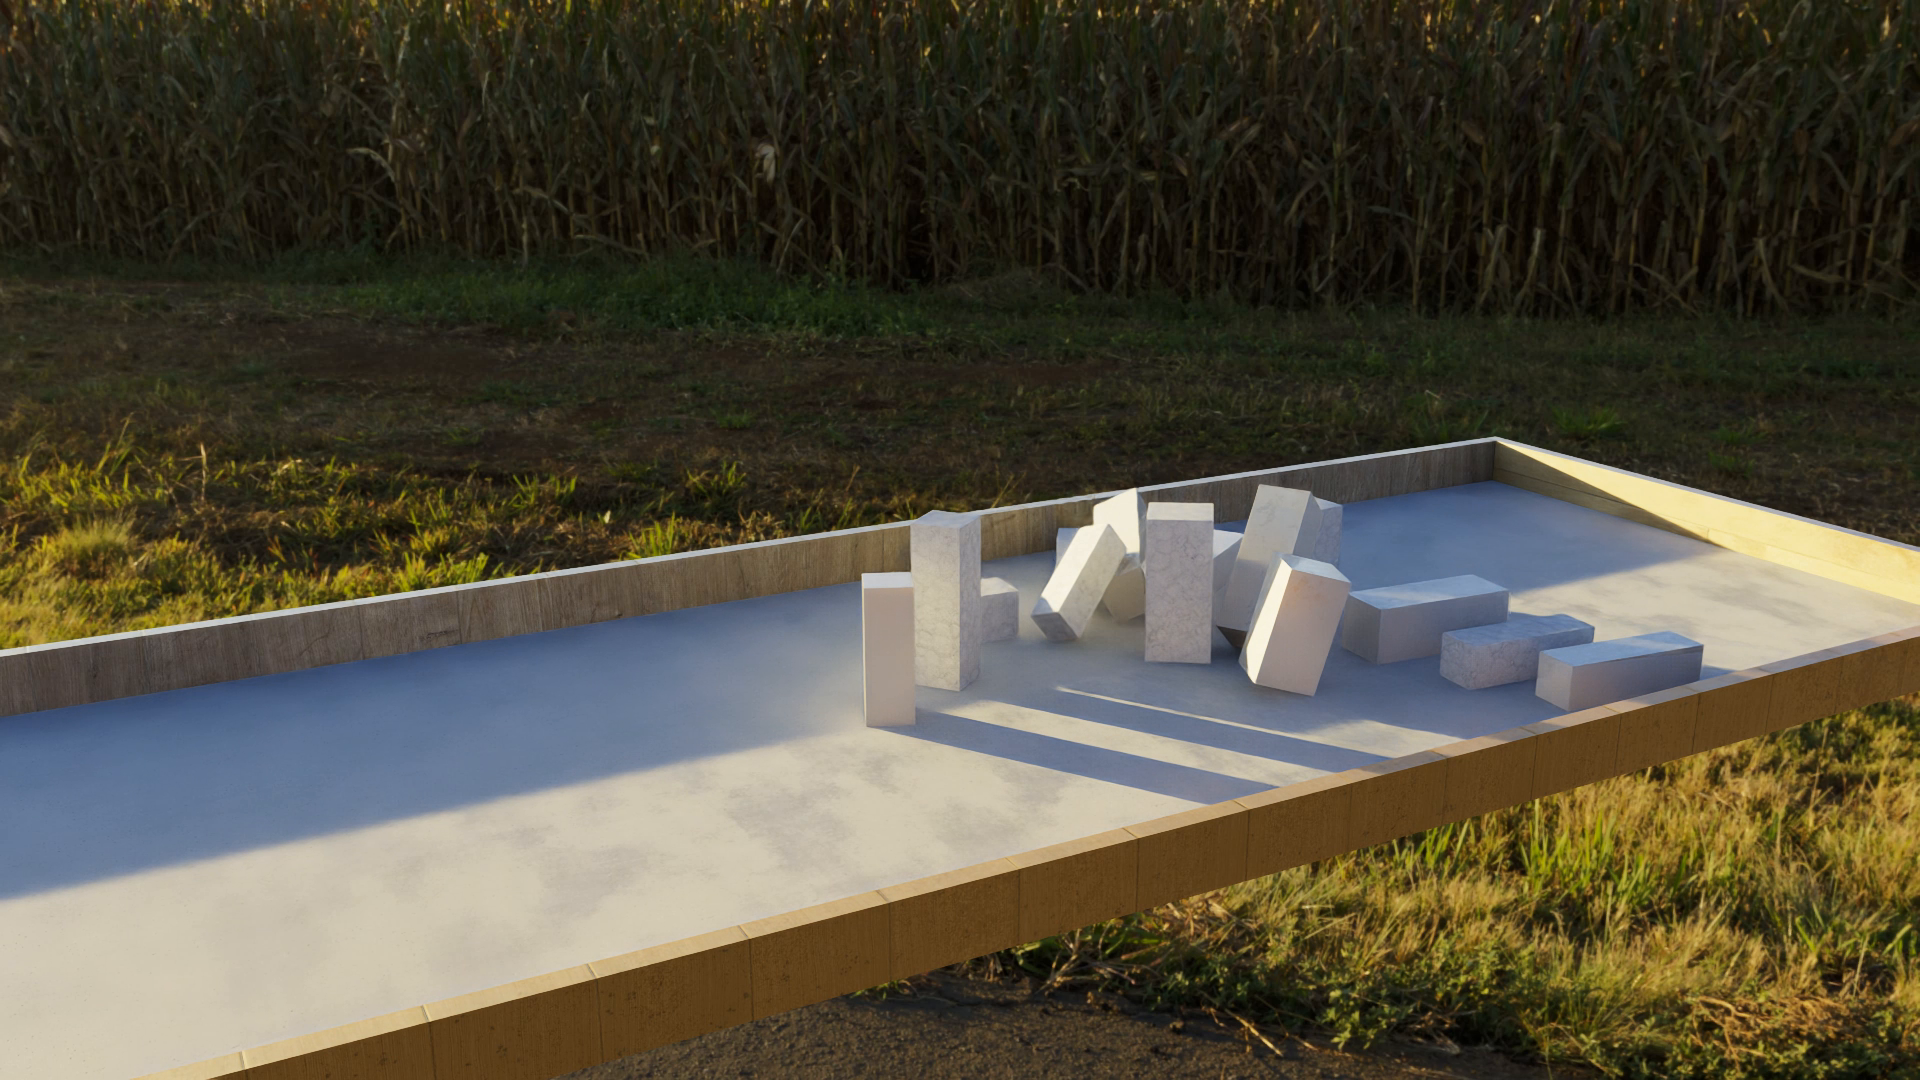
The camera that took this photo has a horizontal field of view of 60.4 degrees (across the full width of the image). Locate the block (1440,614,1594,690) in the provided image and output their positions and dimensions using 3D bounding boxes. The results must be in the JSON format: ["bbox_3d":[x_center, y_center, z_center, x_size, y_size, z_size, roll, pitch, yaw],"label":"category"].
[{"bbox_3d":[1.417,0.282,4.194,0.384,0.114,0.114,-7,18,-22],"label":"block"}]

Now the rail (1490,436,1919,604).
[{"bbox_3d":[2.466,-0.048,5.253,0.050,0.150,2.100,-9,18,-27],"label":"rail"}]

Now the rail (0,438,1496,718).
[{"bbox_3d":[-3.305,0.497,3.399,12.000,0.150,0.050,-9,18,-27],"label":"rail"}]

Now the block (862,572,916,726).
[{"bbox_3d":[-0.168,0.256,3.879,0.115,0.340,0.115,-2,16,-6],"label":"block"}]

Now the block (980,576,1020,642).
[{"bbox_3d":[-0.024,0.202,4.432,0.342,0.132,0.132,-8,18,-24],"label":"block"}]

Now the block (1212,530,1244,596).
[{"bbox_3d":[0.719,0.082,4.873,0.113,0.113,0.432,9,18,27],"label":"block"}]

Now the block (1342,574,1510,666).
[{"bbox_3d":[1.237,0.208,4.380,0.415,0.150,0.150,-7,18,-22],"label":"block"}]

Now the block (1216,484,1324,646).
[{"bbox_3d":[0.822,0.076,4.364,0.143,0.411,0.143,10,-19,30],"label":"block"}]

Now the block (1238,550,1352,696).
[{"bbox_3d":[0.824,0.205,4.071,0.156,0.300,0.156,13,15,-9],"label":"block"}]

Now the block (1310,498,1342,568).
[{"bbox_3d":[0.951,0.051,4.617,0.152,0.318,0.152,-11,19,-32],"label":"block"}]

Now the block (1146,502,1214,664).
[{"bbox_3d":[0.572,0.110,4.298,0.168,0.382,0.168,1,16,8],"label":"block"}]

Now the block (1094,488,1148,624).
[{"bbox_3d":[0.477,0.039,4.704,0.139,0.139,0.449,-25,26,17],"label":"block"}]

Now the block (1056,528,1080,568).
[{"bbox_3d":[0.342,0.079,4.887,0.111,0.111,0.426,1,16,4],"label":"block"}]

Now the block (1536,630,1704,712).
[{"bbox_3d":[1.625,0.320,4.063,0.407,0.114,0.114,-6,18,-21],"label":"block"}]

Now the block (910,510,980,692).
[{"bbox_3d":[-0.034,0.150,4.104,0.131,0.418,0.131,7,18,23],"label":"block"}]

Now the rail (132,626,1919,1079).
[{"bbox_3d":[-2.336,1.006,1.665,12.000,0.150,0.050,-9,18,-27],"label":"rail"}]

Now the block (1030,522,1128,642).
[{"bbox_3d":[0.324,0.113,4.463,0.102,0.102,0.340,-11,36,45],"label":"block"}]
